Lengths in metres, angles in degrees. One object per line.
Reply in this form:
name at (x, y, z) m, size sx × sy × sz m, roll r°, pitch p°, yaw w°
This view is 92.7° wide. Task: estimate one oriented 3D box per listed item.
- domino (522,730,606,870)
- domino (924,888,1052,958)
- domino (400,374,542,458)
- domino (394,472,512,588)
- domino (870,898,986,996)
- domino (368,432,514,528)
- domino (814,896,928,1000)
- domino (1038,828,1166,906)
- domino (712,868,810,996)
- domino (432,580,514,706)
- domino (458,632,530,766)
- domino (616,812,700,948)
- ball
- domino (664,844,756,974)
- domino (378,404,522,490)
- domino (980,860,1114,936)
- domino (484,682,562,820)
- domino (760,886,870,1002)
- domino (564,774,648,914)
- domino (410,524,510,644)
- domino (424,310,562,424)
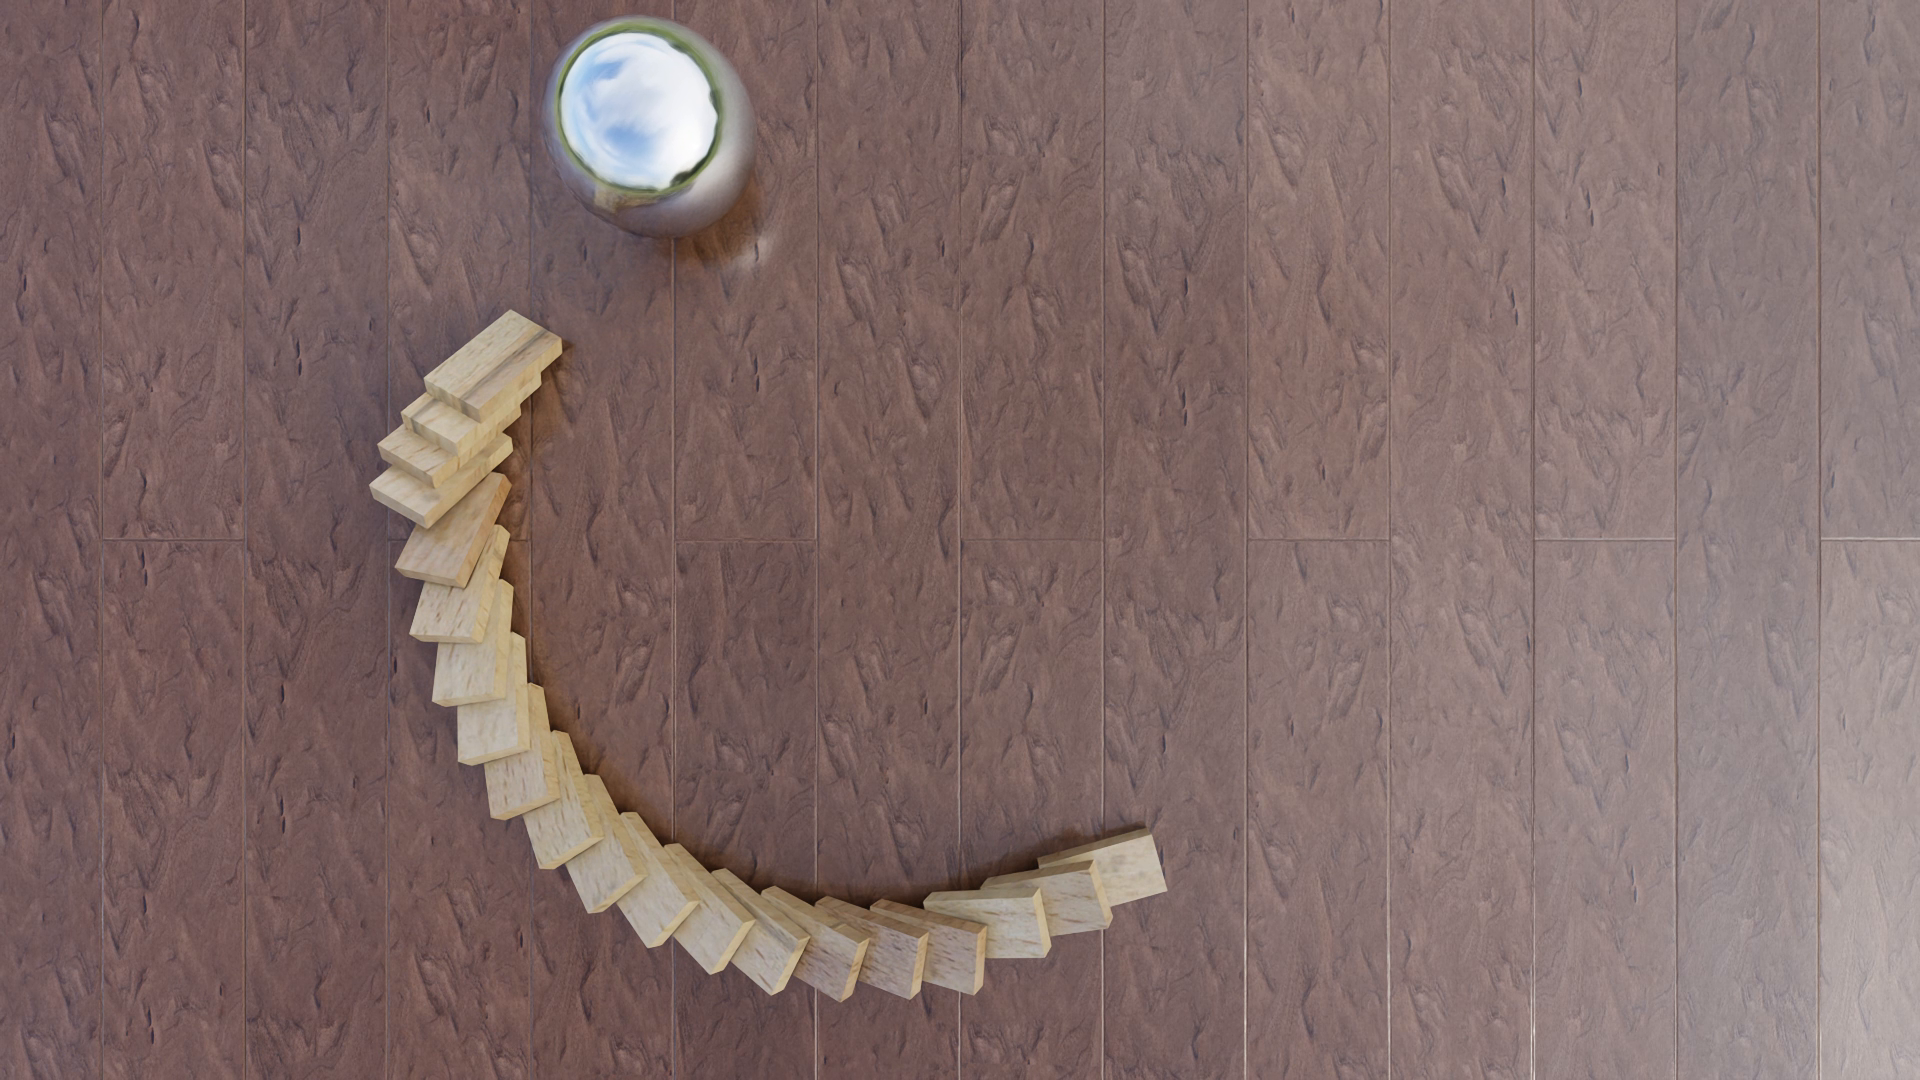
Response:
domino at (-0.171, 0.109, 0.385) m, size 0.025 × 0.010 × 0.050 m, roll -32°, pitch 66°, yaw 0°
domino at (0.011, 0.162, 0.386) m, size 0.050 × 0.010 × 0.025 m, roll -11°, pitch 90°, yaw 22°
domino at (-0.202, -0.059, 0.381) m, size 0.025 × 0.009 × 0.050 m, roll 29°, pitch 52°, yaw 0°
domino at (-0.212, -0.006, 0.385) m, size 0.025 × 0.009 × 0.050 m, roll 11°, pitch 64°, yaw 0°
domino at (-0.014, 0.170, 0.385) m, size 0.050 × 0.009 × 0.025 m, roll 4°, pitch 90°, yaw 24°
domino at (-0.214, -0.030, 0.381) m, size 0.025 × 0.009 × 0.050 m, roll 30°, pitch 52°, yaw 0°
domino at (-0.039, 0.171, 0.386) m, size 0.050 × 0.010 × 0.025 m, roll 9°, pitch 90°, yaw 24°
domino at (0.061, 0.144, 0.395) m, size 0.050 × 0.009 × 0.025 m, roll -16°, pitch 90°, yaw 0°
domino at (-0.089, 0.164, 0.385) m, size 0.050 × 0.010 × 0.025 m, roll 27°, pitch 90°, yaw 24°
domino at (-0.204, 0.043, 0.385) m, size 0.025 × 0.010 × 0.050 m, roll -8°, pitch 66°, yaw 0°
domino at (-0.196, 0.066, 0.385) m, size 0.025 × 0.009 × 0.050 m, roll -15°, pitch 66°, yaw 0°
domino at (-0.134, 0.142, 0.385) m, size 0.050 × 0.010 × 0.025 m, roll 42°, pitch 90°, yaw 24°
ball at (-0.121, -0.160, 0.360) m, size 0.080 × 0.080 × 0.080 m, roll 0°, pitch 90°, yaw 0°
domino at (-0.112, 0.154, 0.385) m, size 0.050 × 0.009 × 0.025 m, roll 33°, pitch 90°, yaw 24°
domino at (-0.211, -0.046, 0.381) m, size 0.025 × 0.009 × 0.050 m, roll 30°, pitch 52°, yaw 0°
domino at (0.036, 0.152, 0.386) m, size 0.050 × 0.009 × 0.025 m, roll -18°, pitch 89°, yaw 22°
domino at (-0.186, 0.088, 0.385) m, size 0.025 × 0.010 × 0.050 m, roll -22°, pitch 66°, yaw 0°
domino at (-0.065, 0.169, 0.386) m, size 0.050 × 0.010 × 0.025 m, roll 18°, pitch 90°, yaw 24°
domino at (-0.154, 0.127, 0.385) m, size 0.025 × 0.009 × 0.050 m, roll -39°, pitch 66°, yaw 1°
domino at (-0.210, 0.018, 0.386) m, size 0.025 × 0.010 × 0.050 m, roll 2°, pitch 66°, yaw 0°
domino at (-0.193, -0.073, 0.381) m, size 0.025 × 0.009 × 0.050 m, roll 29°, pitch 53°, yaw 0°
